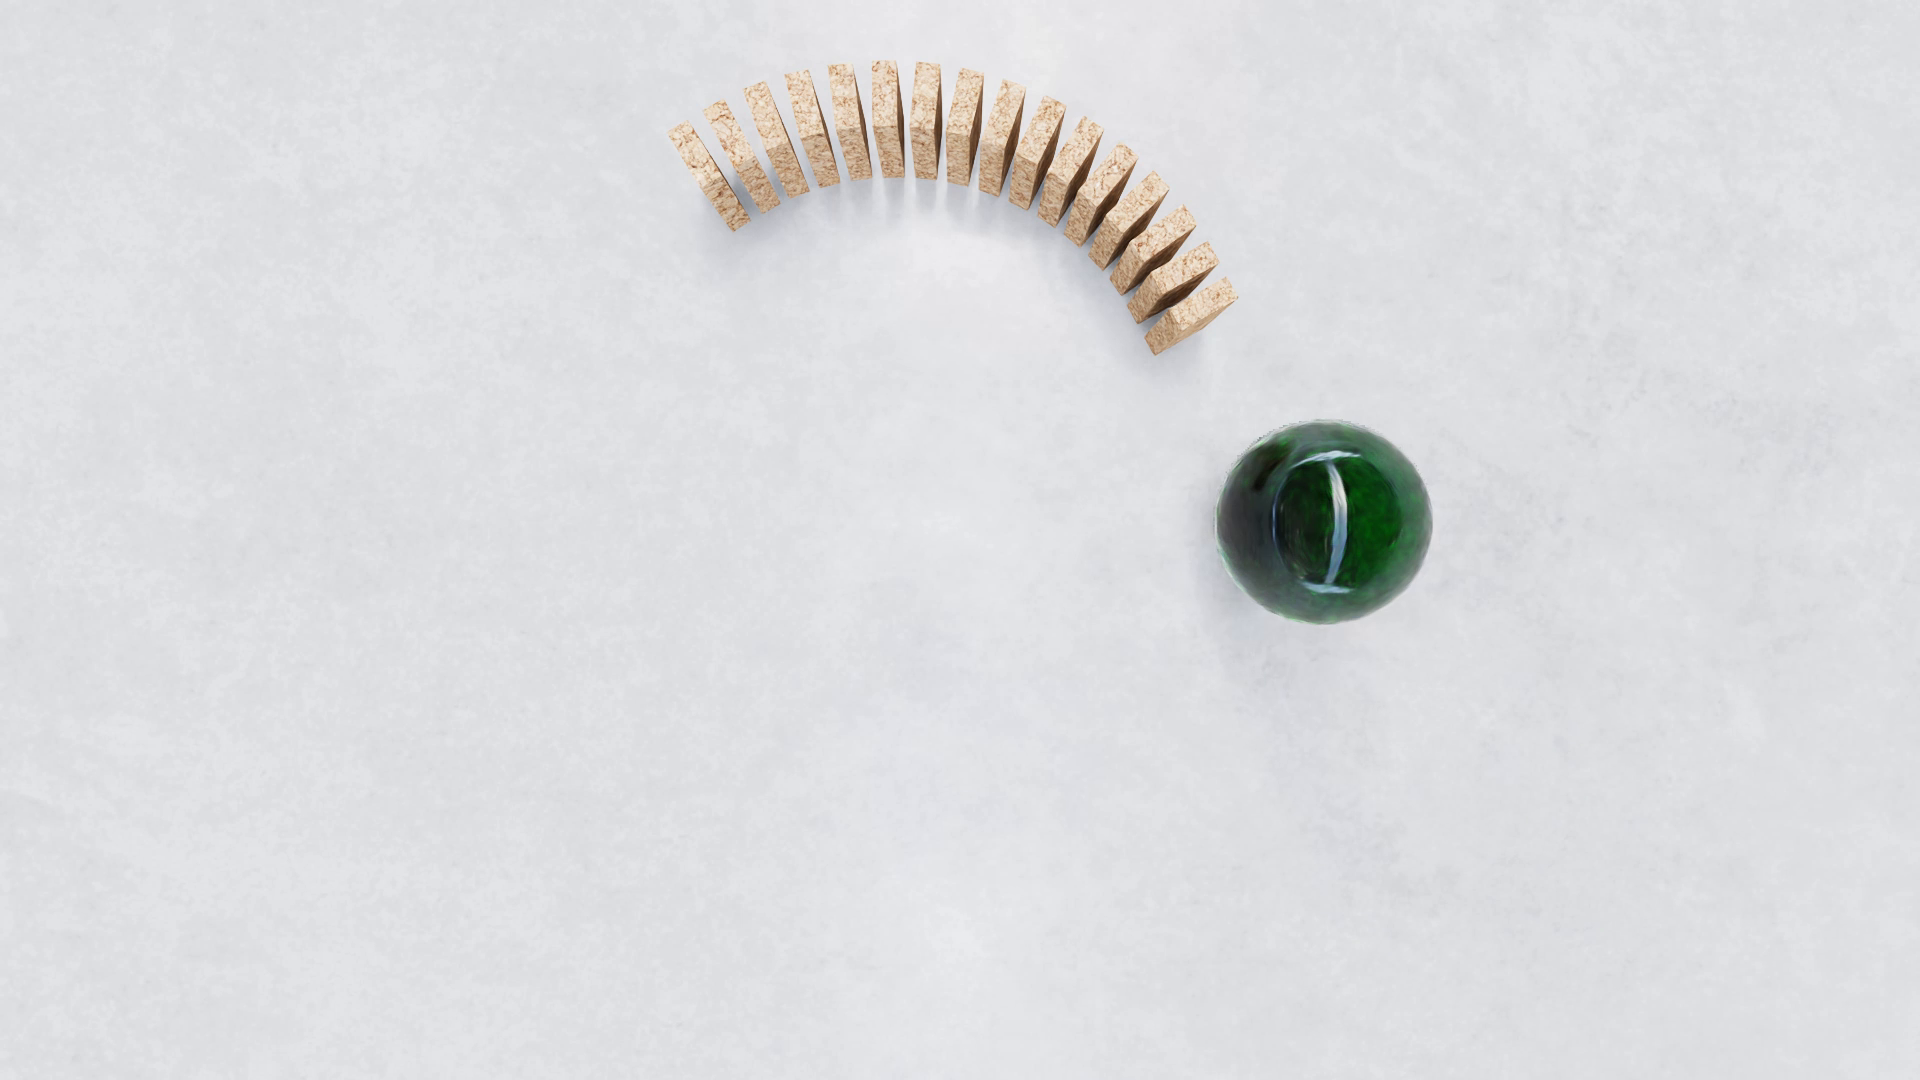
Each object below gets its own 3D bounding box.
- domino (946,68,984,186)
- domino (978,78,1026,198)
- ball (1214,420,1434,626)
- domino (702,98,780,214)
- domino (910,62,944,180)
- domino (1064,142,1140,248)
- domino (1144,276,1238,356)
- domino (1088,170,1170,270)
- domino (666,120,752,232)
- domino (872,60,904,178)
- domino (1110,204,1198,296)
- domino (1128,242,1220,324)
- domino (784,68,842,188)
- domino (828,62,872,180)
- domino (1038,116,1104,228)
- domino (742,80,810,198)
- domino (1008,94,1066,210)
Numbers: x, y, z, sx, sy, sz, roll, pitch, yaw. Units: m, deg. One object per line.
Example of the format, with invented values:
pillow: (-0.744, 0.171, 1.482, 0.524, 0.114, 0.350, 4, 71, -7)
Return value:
domino: (0.002, -0.167, 0.375, 0.009, 0.050, 0.025, 13, 90, 0)
domino: (0.017, -0.163, 0.375, 0.009, 0.050, 0.025, 20, 90, 0)
ball: (0.141, -0.007, 0.360, 0.080, 0.080, 0.080, 0, 90, 0)
domino: (-0.088, -0.155, 0.375, 0.009, 0.050, 0.025, -29, 90, 0)
domino: (-0.013, -0.170, 0.375, 0.010, 0.050, 0.025, 6, 90, 0)
domino: (0.057, -0.140, 0.375, 0.010, 0.050, 0.025, 40, 90, 0)
domino: (0.093, -0.091, 0.375, 0.025, 0.050, 0.010, -30, 90, 0)
domino: (0.068, -0.129, 0.375, 0.025, 0.050, 0.009, -43, 90, 0)
domino: (-0.102, -0.148, 0.375, 0.009, 0.050, 0.025, -31, 90, 0)
domino: (-0.029, -0.171, 0.375, 0.009, 0.050, 0.025, 0, 90, 0)
domino: (0.078, -0.117, 0.375, 0.025, 0.050, 0.009, -35, 90, 0)
domino: (0.086, -0.104, 0.375, 0.025, 0.050, 0.010, -29, 90, 0)
domino: (-0.060, -0.167, 0.375, 0.009, 0.050, 0.025, -14, 90, 0)
domino: (-0.044, -0.170, 0.375, 0.009, 0.050, 0.025, -7, 90, 0)
domino: (0.044, -0.149, 0.375, 0.009, 0.050, 0.025, 33, 90, 0)
domino: (-0.074, -0.162, 0.375, 0.010, 0.050, 0.025, -21, 90, 0)
domino: (0.031, -0.157, 0.375, 0.010, 0.050, 0.025, 27, 90, 0)
